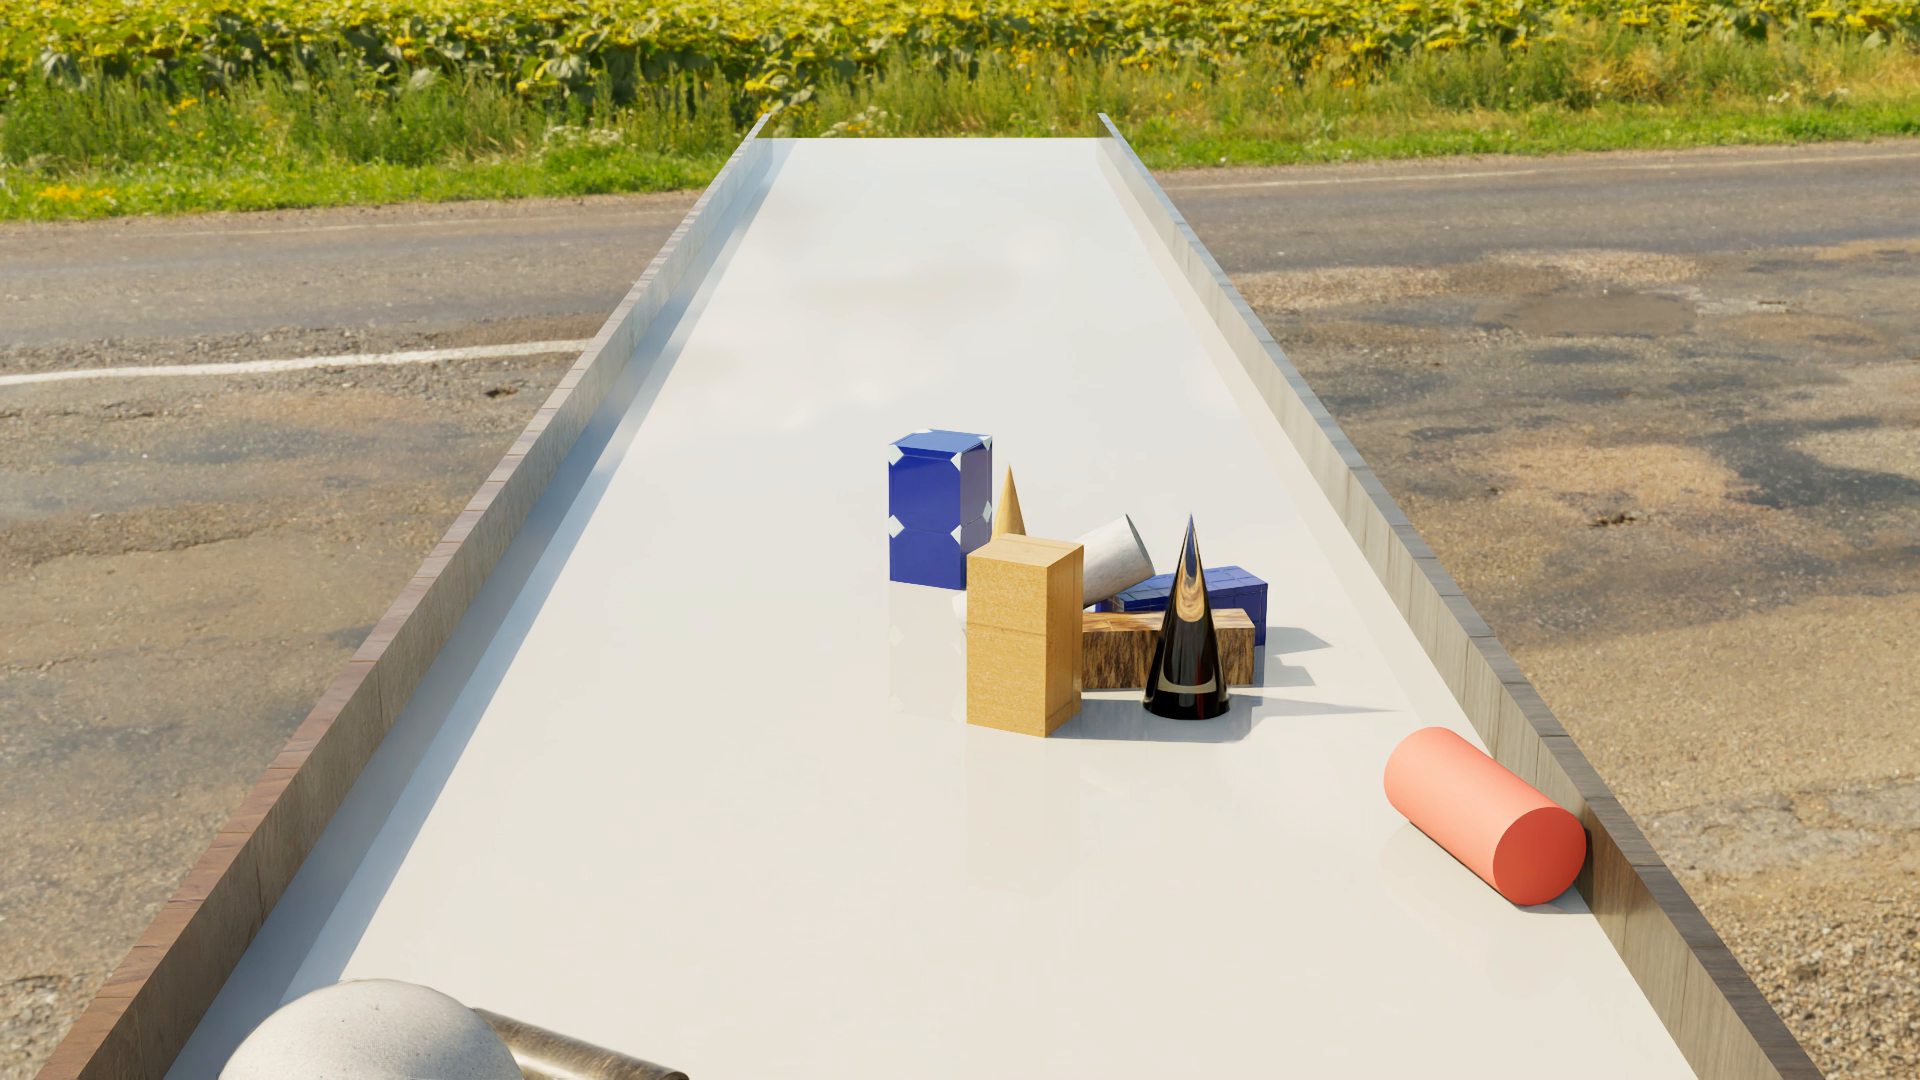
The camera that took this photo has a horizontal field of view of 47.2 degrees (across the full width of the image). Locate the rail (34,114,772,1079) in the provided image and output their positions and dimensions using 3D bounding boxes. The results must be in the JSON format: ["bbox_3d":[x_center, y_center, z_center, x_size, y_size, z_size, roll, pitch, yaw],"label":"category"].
[{"bbox_3d":[-1.118,-0.838,7.780,0.050,0.150,12.000,0,17,-1],"label":"rail"}]

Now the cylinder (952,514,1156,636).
[{"bbox_3d":[0.187,0.092,4.392,0.387,0.137,0.137,-26,14,9],"label":"cylinder"}]

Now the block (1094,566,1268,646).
[{"bbox_3d":[0.450,0.151,4.486,0.324,0.133,0.133,-7,18,-21],"label":"block"}]

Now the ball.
[{"bbox_3d":[-0.644,0.657,2.398,0.352,0.352,0.352,0,17,0],"label":"ball"}]

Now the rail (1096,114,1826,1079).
[{"bbox_3d":[0.932,-0.844,7.801,0.050,0.150,12.000,0,17,-1],"label":"rail"}]

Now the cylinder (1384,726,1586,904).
[{"bbox_3d":[0.827,0.432,3.490,0.161,0.161,0.346,-5,17,-17],"label":"cylinder"}]

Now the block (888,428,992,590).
[{"bbox_3d":[-0.043,-0.071,4.917,0.174,0.313,0.174,7,18,23],"label":"block"}]

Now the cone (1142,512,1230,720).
[{"bbox_3d":[0.429,0.129,4.121,0.167,0.382,0.167,0,17,0],"label":"cone"}]

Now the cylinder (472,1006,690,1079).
[{"bbox_3d":[-0.496,0.679,2.739,0.323,0.117,0.117,9,19,28],"label":"cylinder"}]

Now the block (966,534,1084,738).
[{"bbox_3d":[0.120,0.174,4.069,0.161,0.327,0.161,8,19,26],"label":"block"}]

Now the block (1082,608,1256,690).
[{"bbox_3d":[0.341,0.213,4.304,0.452,0.117,0.117,-1,17,-4],"label":"block"}]

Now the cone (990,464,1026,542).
[{"bbox_3d":[0.103,-0.002,4.646,0.155,0.335,0.155,0,17,0],"label":"cone"}]
